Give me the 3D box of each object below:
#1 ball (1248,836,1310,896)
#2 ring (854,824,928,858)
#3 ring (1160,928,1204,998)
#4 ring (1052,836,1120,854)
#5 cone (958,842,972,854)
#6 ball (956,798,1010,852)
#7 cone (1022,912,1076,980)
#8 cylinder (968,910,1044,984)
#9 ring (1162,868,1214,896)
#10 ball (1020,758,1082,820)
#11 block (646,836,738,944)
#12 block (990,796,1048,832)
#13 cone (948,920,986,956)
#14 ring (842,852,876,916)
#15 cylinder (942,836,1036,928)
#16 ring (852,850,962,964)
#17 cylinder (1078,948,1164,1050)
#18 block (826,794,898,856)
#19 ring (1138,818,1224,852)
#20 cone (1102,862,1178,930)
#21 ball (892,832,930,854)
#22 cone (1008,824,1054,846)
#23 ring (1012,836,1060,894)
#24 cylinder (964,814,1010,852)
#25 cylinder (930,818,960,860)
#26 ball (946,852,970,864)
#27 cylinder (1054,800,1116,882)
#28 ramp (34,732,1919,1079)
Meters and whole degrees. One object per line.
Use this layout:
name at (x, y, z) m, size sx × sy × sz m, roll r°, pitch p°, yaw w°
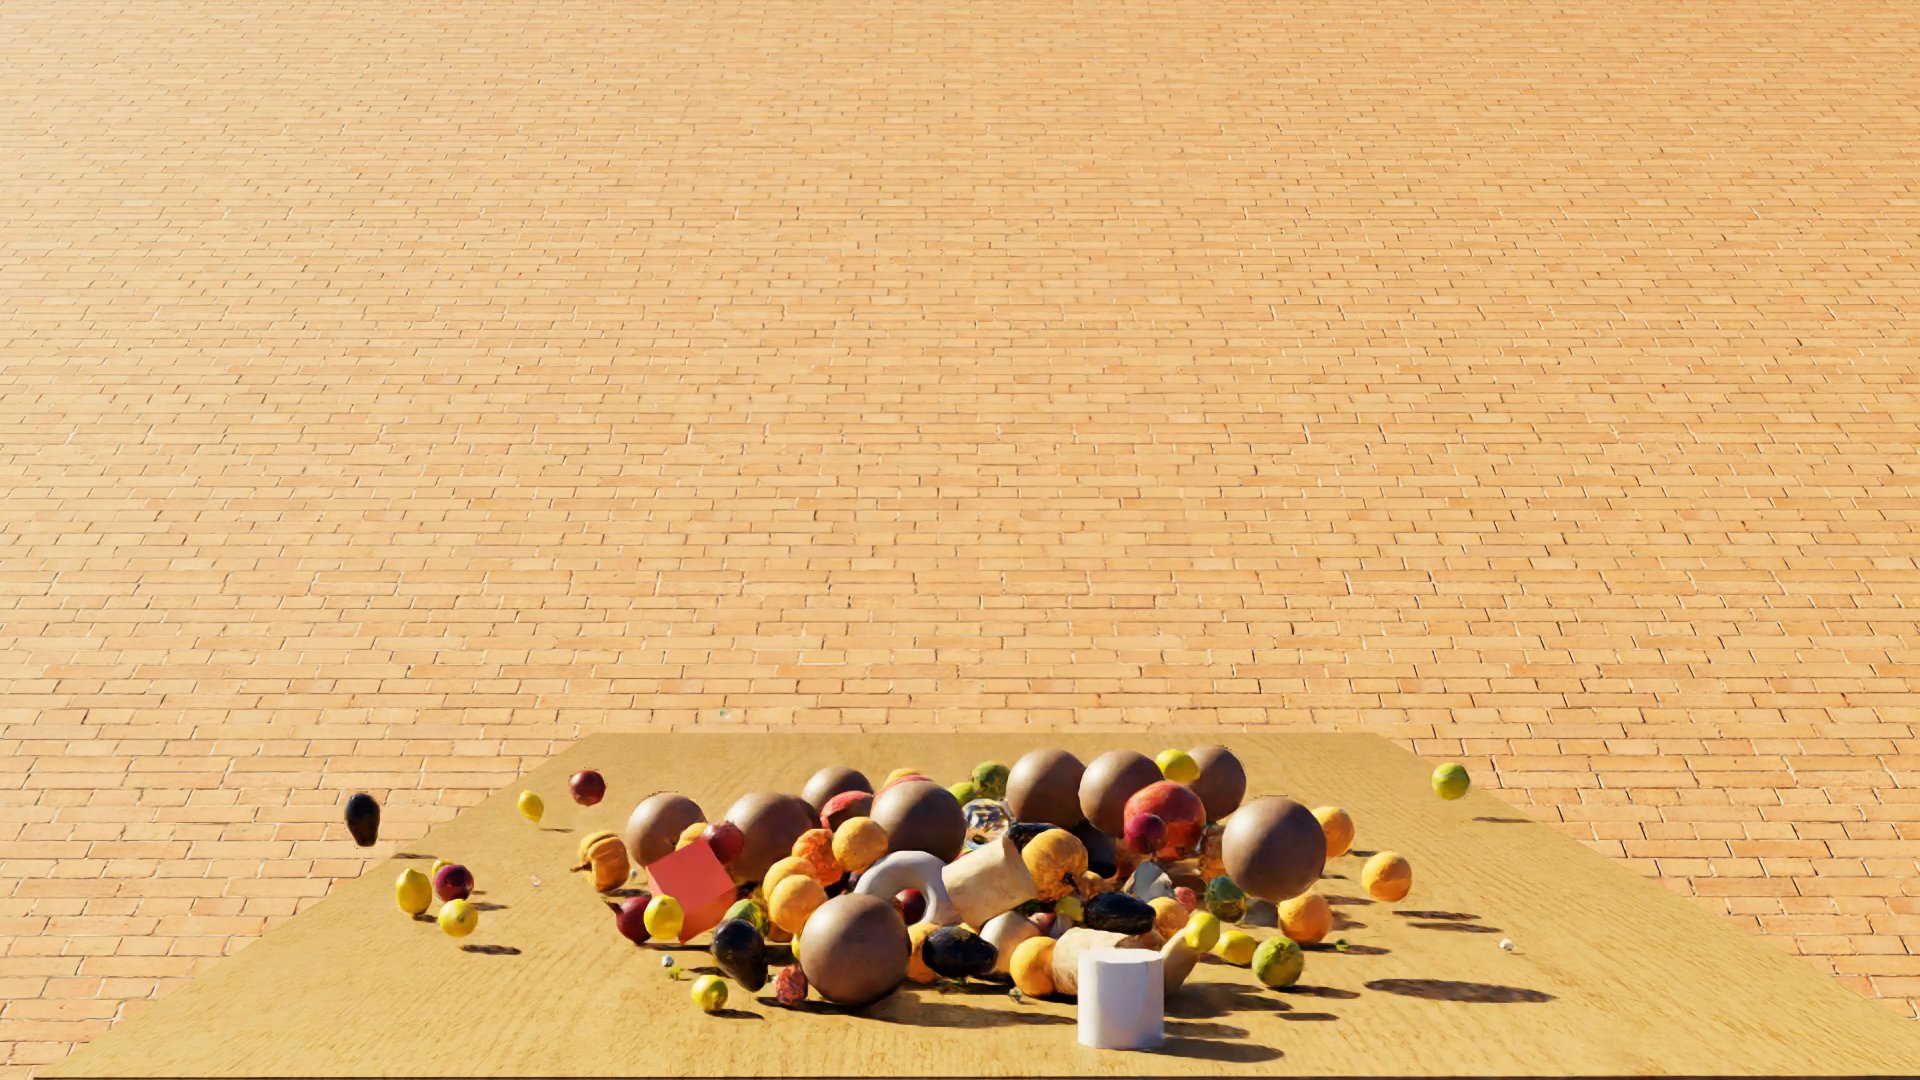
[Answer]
ball at (0.471, 0.481, 3.817) m, size 0.090 × 0.090 × 0.090 m, roll 0°, pitch 28°, yaw 0°
ring at (-0.121, 0.498, 4.276) m, size 0.140 × 0.047 × 0.140 m, roll -2°, pitch -3°, yaw 0°
ring at (0.252, 0.495, 3.025) m, size 0.031 × 0.094 × 0.094 m, roll 34°, pitch 40°, yaw 19°
ring at (0.199, 0.502, 4.214) m, size 0.123 × 0.041 × 0.123 m, roll -1°, pitch 2°, yaw 0°
cone at (0.040, 0.484, 3.969) m, size 0.080 × 0.080 × 0.080 m, roll -3°, pitch 0°, yaw -5°
ball at (0.034, 0.422, 3.814) m, size 0.081 × 0.081 × 0.081 m, roll 0°, pitch 28°, yaw 0°
cone at (0.108, 0.511, 3.130) m, size 0.087 × 0.087 × 0.087 m, roll -33°, pitch 28°, yaw 9°
cylinder at (0.056, 0.487, 3.106) m, size 0.069 × 0.069 × 0.069 m, roll 18°, pitch 70°, yaw 30°
ring at (0.329, 0.509, 3.856) m, size 0.098 × 0.033 × 0.098 m, roll 3°, pitch 1°, yaw 0°
ball at (0.149, 0.408, 4.236) m, size 0.099 × 0.099 × 0.099 m, roll 0°, pitch 28°, yaw 0°
block at (-0.351, 0.460, 3.390) m, size 0.085 × 0.085 × 0.085 m, roll -27°, pitch 63°, yaw -17°
block at (0.100, 0.481, 4.432) m, size 0.076 × 0.076 × 0.076 m, roll 0°, pitch 1°, yaw 29°
cone at (0.043, 0.485, 3.281) m, size 0.096 × 0.096 × 0.096 m, roll 18°, pitch 9°, yaw -45°
ring at (-0.131, 0.449, 3.366) m, size 0.029 × 0.087 × 0.087 m, roll 16°, pitch 29°, yaw 1°
cylinder at (0.033, 0.391, 2.948) m, size 0.079 × 0.079 × 0.079 m, roll -29°, pitch 26°, yaw 10°
ring at (-0.066, 0.462, 3.254) m, size 0.146 × 0.049 × 0.146 m, roll -6°, pitch 68°, yaw 14°
cylinder at (0.173, 0.493, 2.780) m, size 0.092 × 0.092 × 0.092 m, roll 0°, pitch 1°, yaw 0°
block at (-0.145, 0.425, 3.853) m, size 0.064 × 0.064 × 0.064 m, roll -28°, pitch -9°, yaw 28°
ring at (0.372, 0.495, 4.339) m, size 0.145 × 0.048 × 0.145 m, roll 1°, pitch -2°, yaw 0°
cone at (0.226, 0.492, 3.469) m, size 0.095 × 0.095 × 0.095 m, roll -27°, pitch 13°, yaw 33°
ball at (-0.079, 0.493, 4.110) m, size 0.060 × 0.060 × 0.060 m, roll 0°, pitch 28°, yaw 0°
cone at (0.099, 0.504, 4.036) m, size 0.087 × 0.087 × 0.087 m, roll 7°, pitch 29°, yaw 12°
ring at (0.090, 0.431, 3.415) m, size 0.088 × 0.029 × 0.088 m, roll -10°, pitch 46°, yaw 10°
cylinder at (0.050, 0.483, 4.154) m, size 0.062 × 0.062 × 0.062 m, roll 30°, pitch 24°, yaw -14°
cylinder at (-0.015, 0.489, 4.226) m, size 0.065 × 0.065 × 0.065 m, roll -3°, pitch 1°, yaw -5°
ball at (0.014, 0.485, 3.667) m, size 0.086 × 0.086 × 0.086 m, roll 0°, pitch 28°, yaw 0°
cylinder at (0.190, 0.460, 3.940) m, size 0.096 × 0.096 × 0.096 m, roll 1°, pitch 64°, yaw 2°
ramp at (0.063, 0.567, 4.607) m, size 2.000 × 0.100 × 4.000 m, roll 0°, pitch 1°, yaw 0°
